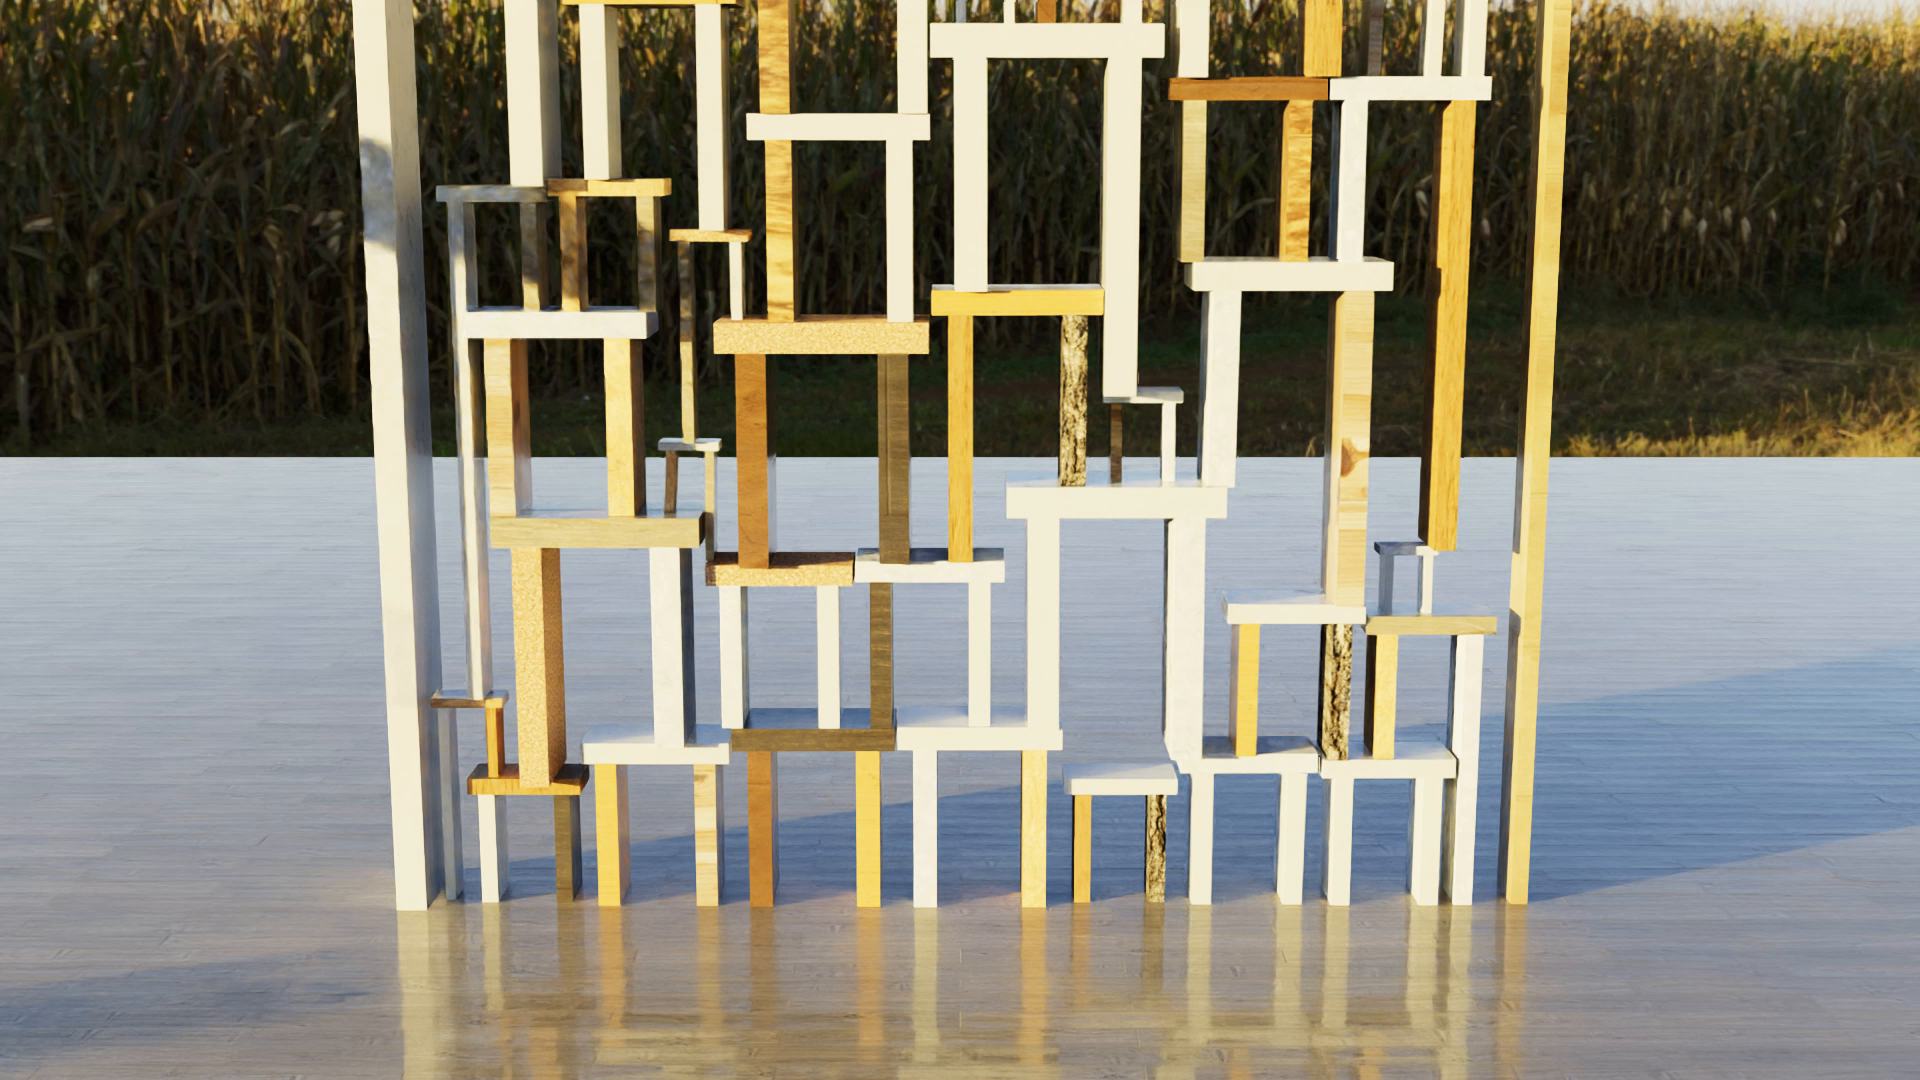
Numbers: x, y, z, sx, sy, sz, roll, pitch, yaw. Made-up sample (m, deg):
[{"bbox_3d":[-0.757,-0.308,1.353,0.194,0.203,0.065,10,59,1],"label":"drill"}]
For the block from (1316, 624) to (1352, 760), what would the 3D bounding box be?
[{"bbox_3d":[0.612,0.236,3.597,0.031,0.228,0.110,0,11,-1],"label":"block"}]

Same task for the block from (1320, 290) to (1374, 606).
[{"bbox_3d":[0.620,-0.154,3.528,0.044,0.501,0.154,0,11,0],"label":"block"}]

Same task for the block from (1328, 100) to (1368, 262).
[{"bbox_3d":[0.608,-0.564,3.450,0.035,0.247,0.123,0,11,1],"label":"block"}]

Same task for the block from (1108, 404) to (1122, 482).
[{"bbox_3d":[0.249,-0.161,3.533,0.018,0.127,0.063,0,11,0],"label":"block"}]

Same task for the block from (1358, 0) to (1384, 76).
[{"bbox_3d":[0.638,-0.789,3.407,0.020,0.141,0.071,1,11,-1],"label":"block"}]

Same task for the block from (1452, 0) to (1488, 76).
[{"bbox_3d":[0.791,-0.813,3.404,0.027,0.191,0.095,0,11,-1],"label":"block"}]

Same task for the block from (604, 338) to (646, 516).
[{"bbox_3d":[-0.537,-0.189,3.530,0.040,0.282,0.141,0,11,0],"label":"block"}]

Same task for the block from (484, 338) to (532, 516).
[{"bbox_3d":[-0.724,-0.189,3.530,0.040,0.282,0.141,0,11,0],"label":"block"}]

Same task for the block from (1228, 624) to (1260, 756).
[{"bbox_3d":[0.464,0.232,3.595,0.031,0.220,0.110,0,11,0],"label":"block"}]

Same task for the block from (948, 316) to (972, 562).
[{"bbox_3d":[0.001,-0.169,3.526,0.038,0.392,0.135,0,11,0],"label":"block"}]

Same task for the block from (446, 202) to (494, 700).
[{"bbox_3d":[-0.787,-0.141,3.538,0.024,0.800,0.085,0,11,0],"label":"block"}]

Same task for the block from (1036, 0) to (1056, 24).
[{"bbox_3d":[0.132,-0.893,3.387,0.028,0.197,0.099,0,11,0],"label":"block"}]

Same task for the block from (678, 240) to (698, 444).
[{"bbox_3d":[-0.433,-0.317,3.504,0.017,0.320,0.062,0,10,0],"label":"block"}]

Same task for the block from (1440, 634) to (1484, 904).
[{"bbox_3d":[0.827,0.367,3.625,0.029,0.456,0.104,0,11,0],"label":"block"}]

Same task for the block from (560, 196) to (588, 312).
[{"bbox_3d":[-0.610,-0.454,3.474,0.026,0.180,0.090,0,11,0],"label":"block"}]

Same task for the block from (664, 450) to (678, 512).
[{"bbox_3d":[-0.465,-0.099,3.546,0.014,0.097,0.049,3,10,-1],"label":"block"}]

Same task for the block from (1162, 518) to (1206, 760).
[{"bbox_3d":[0.364,0.144,3.589,0.049,0.396,0.173,0,11,0],"label":"block"}]

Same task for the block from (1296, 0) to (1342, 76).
[{"bbox_3d":[0.556,-0.869,3.391,0.043,0.304,0.152,0,11,0],"label":"block"}]

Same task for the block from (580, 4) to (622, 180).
[{"bbox_3d":[-0.560,-0.697,3.429,0.037,0.263,0.131,0,11,0],"label":"block"}]

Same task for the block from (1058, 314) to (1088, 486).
[{"bbox_3d":[0.180,-0.230,3.517,0.038,0.269,0.135,0,11,0],"label":"block"}]

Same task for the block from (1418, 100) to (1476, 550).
[{"bbox_3d":[0.772,-0.340,3.495,0.035,0.704,0.123,0,11,0],"label":"block"}]

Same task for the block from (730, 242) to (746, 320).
[{"bbox_3d":[-0.351,-0.412,3.481,0.017,0.123,0.062,0,11,0],"label":"block"}]

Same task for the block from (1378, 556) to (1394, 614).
[{"bbox_3d":[0.691,0.067,3.567,0.014,0.095,0.048,0,11,0],"label":"block"}]

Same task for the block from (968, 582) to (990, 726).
[{"bbox_3d":[0.032,0.174,3.591,0.034,0.239,0.119,0,11,0],"label":"block"}]

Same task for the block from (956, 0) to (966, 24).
[{"bbox_3d":[0.001,-0.852,3.396,0.016,0.112,0.056,-1,11,0],"label":"block"}]

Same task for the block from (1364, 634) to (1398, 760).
[{"bbox_3d":[0.688,0.245,3.602,0.029,0.208,0.104,0,11,-1],"label":"block"}]

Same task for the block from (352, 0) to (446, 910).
[{"bbox_3d":[-0.894,-0.154,3.536,0.049,1.511,0.172,0,11,0],"label":"block"}]

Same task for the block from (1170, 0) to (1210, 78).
[{"bbox_3d":[0.354,-0.868,3.388,0.043,0.305,0.152,0,11,-1],"label":"block"}]

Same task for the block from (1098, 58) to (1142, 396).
[{"bbox_3d":[0.251,-0.494,3.466,0.050,0.516,0.177,0,11,0],"label":"block"}]

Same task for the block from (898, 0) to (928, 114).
[{"bbox_3d":[-0.073,-0.821,3.406,0.045,0.316,0.158,0,11,0],"label":"block"}]

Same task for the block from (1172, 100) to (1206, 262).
[{"bbox_3d":[0.359,-0.563,3.447,0.035,0.246,0.123,0,11,-1],"label":"block"}]

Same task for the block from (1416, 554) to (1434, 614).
[{"bbox_3d":[0.754,0.067,3.568,0.014,0.095,0.048,-1,11,0],"label":"block"}]

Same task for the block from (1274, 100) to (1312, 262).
[{"bbox_3d":[0.523,-0.564,3.452,0.035,0.246,0.123,0,11,0],"label":"block"}]

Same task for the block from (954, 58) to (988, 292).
[{"bbox_3d":[0.016,-0.574,3.451,0.050,0.354,0.177,0,11,0],"label":"block"}]

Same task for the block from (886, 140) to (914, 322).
[{"bbox_3d":[-0.093,-0.489,3.466,0.040,0.280,0.140,0,11,0],"label":"block"}]

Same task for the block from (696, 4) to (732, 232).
[{"bbox_3d":[-0.384,-0.658,3.436,0.037,0.342,0.131,0,11,0],"label":"block"}]

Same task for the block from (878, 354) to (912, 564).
[{"bbox_3d":[-0.104,-0.141,3.533,0.047,0.334,0.167,0,11,0],"label":"block"}]

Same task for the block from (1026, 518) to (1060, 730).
[{"bbox_3d":[0.133,0.120,3.583,0.049,0.347,0.173,0,10,0],"label":"block"}]

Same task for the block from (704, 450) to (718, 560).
[{"bbox_3d":[-0.402,-0.058,3.553,0.014,0.178,0.049,1,10,0],"label":"block"}]

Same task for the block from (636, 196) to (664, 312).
[{"bbox_3d":[-0.490,-0.454,3.474,0.025,0.180,0.090,0,11,0],"label":"block"}]

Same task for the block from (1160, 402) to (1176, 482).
[{"bbox_3d":[0.334,-0.161,3.532,0.018,0.127,0.063,-1,11,0],"label":"block"}]

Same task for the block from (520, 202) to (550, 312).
[{"bbox_3d":[-0.673,-0.451,3.481,0.024,0.171,0.085,0,10,0],"label":"block"}]

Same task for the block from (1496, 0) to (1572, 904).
[{"bbox_3d":[0.920,-0.158,3.527,0.027,1.523,0.095,0,11,0],"label":"block"}]

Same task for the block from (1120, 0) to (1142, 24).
[{"bbox_3d":[0.264,-0.893,3.387,0.028,0.197,0.099,0,11,1],"label":"block"}]

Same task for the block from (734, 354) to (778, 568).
[{"bbox_3d":[-0.327,-0.137,3.535,0.047,0.341,0.167,0,11,0],"label":"block"}]

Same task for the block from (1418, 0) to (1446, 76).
[{"bbox_3d":[0.732,-0.790,3.409,0.020,0.141,0.071,1,11,-1],"label":"block"}]

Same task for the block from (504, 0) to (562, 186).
[{"bbox_3d":[-0.665,-0.727,3.430,0.049,0.344,0.172,0,11,0],"label":"block"}]

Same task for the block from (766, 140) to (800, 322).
[{"bbox_3d":[-0.279,-0.489,3.466,0.040,0.280,0.140,0,11,0],"label":"block"}]

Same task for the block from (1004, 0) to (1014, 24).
[{"bbox_3d":[0.076,-0.852,3.396,0.016,0.113,0.056,-1,11,1],"label":"block"}]

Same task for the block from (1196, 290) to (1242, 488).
[{"bbox_3d":[0.412,-0.249,3.511,0.044,0.308,0.154,0,11,0],"label":"block"}]

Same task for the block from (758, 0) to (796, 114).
[{"bbox_3d":[-0.283,-0.821,3.406,0.045,0.316,0.158,0,11,0],"label":"block"}]
